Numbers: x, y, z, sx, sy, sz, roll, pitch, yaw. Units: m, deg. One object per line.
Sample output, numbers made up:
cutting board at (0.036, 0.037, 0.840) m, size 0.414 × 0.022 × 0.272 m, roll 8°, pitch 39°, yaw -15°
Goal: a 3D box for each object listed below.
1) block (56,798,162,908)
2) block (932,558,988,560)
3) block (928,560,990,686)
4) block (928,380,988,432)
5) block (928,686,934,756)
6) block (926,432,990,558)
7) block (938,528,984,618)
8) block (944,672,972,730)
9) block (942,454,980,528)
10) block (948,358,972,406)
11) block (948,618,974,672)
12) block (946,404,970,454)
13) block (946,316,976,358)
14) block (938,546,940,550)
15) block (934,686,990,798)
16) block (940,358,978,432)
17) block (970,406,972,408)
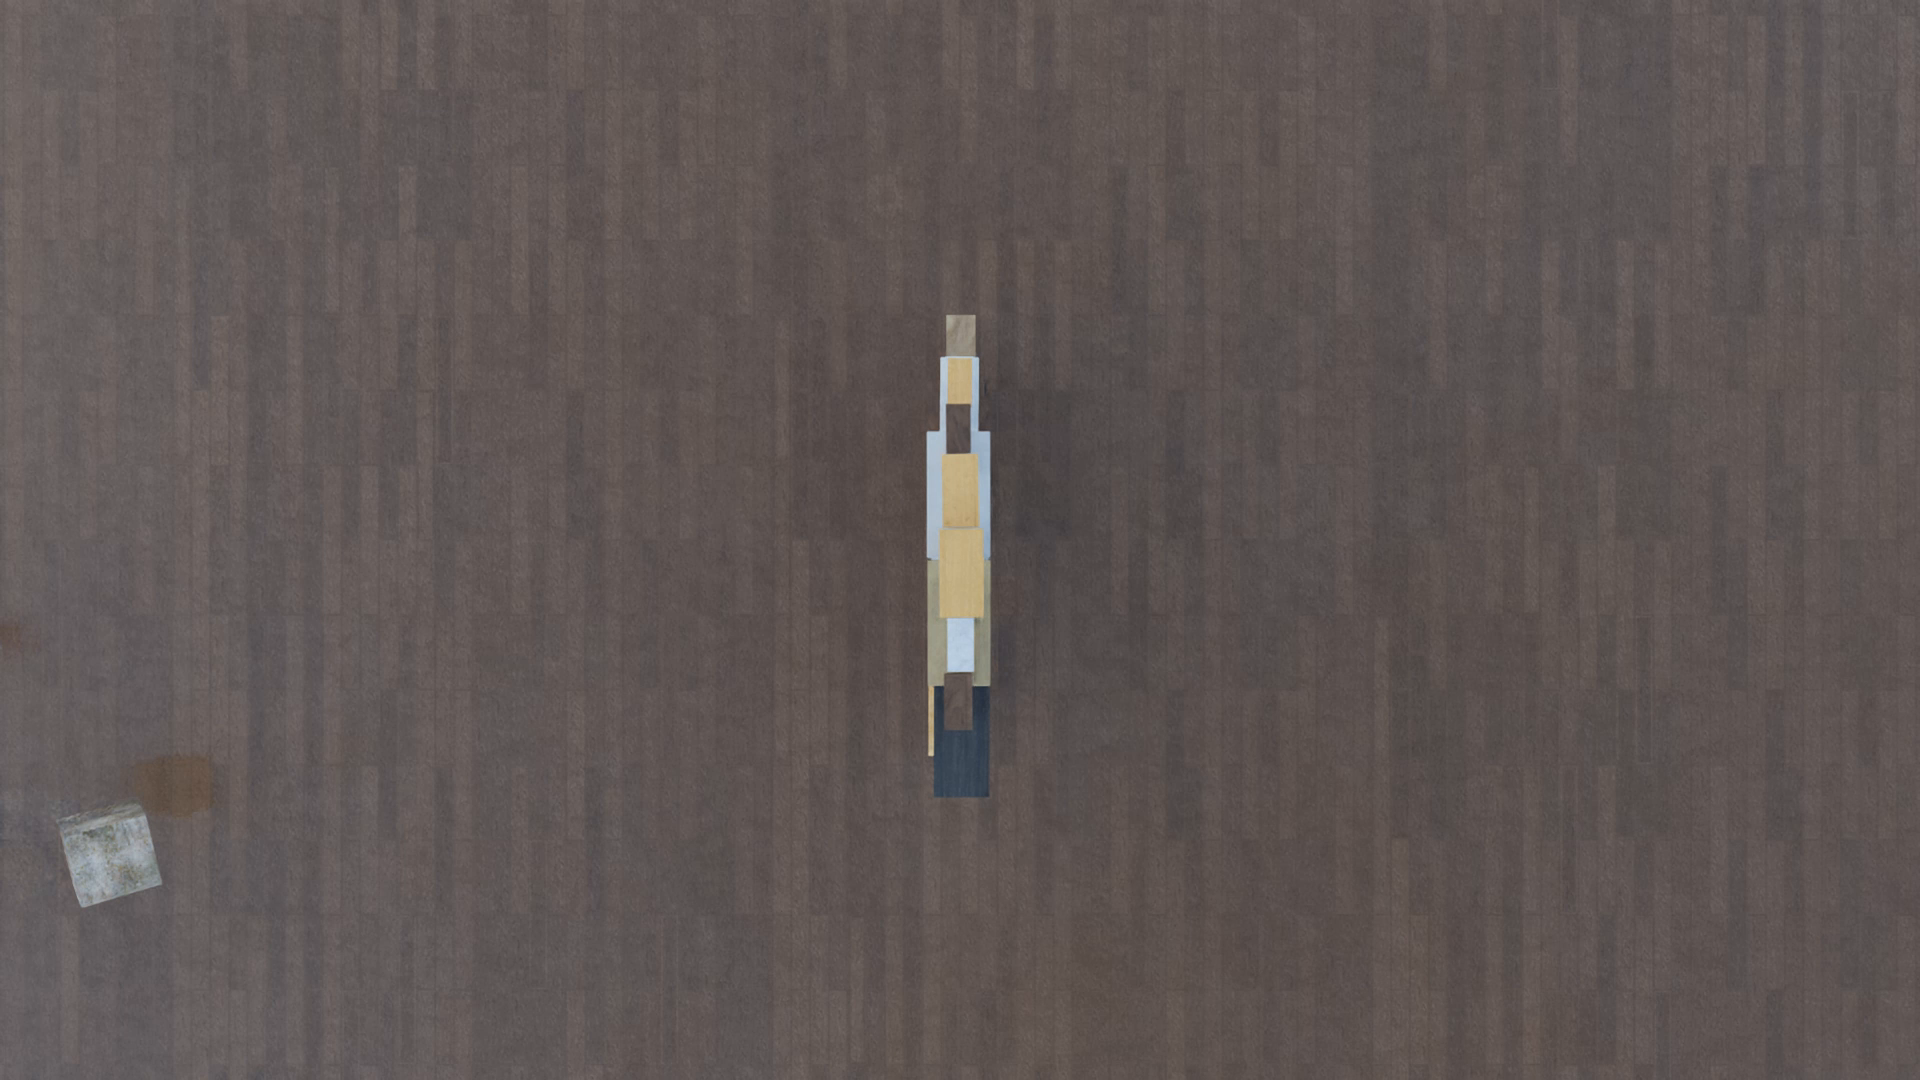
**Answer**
block at (-2.349, 0.861, 4.555) m, size 0.203 × 0.203 × 0.203 m, roll -14°, pitch 103°, yaw -31°
block at (0.000, 0.212, 5.124) m, size 0.175 × 0.050 × 0.351 m, roll 0°, pitch 90°, yaw 0°
block at (-0.002, 0.218, 4.352) m, size 0.165 × 0.047 × 0.329 m, roll 0°, pitch 90°, yaw 0°
block at (-0.004, -0.290, 4.775) m, size 0.171 × 0.049 × 0.343 m, roll 0°, pitch 90°, yaw 0°
block at (-0.003, 0.443, 4.729) m, size 0.173 × 0.049 × 0.346 m, roll 0°, pitch 90°, yaw 0°
block at (-0.004, -0.120, 4.392) m, size 0.167 × 0.047 × 0.335 m, roll 0°, pitch 90°, yaw 0°
block at (0.003, 0.082, 4.094) m, size 0.109 × 0.031 × 0.219 m, roll 0°, pitch 90°, yaw 0°
block at (-0.004, 0.409, 4.175) m, size 0.072 × 0.020 × 0.143 m, roll 0°, pitch 90°, yaw 0°
block at (0.001, -0.124, 4.170) m, size 0.093 × 0.026 × 0.185 m, roll -1°, pitch 90°, yaw 0°
block at (0.000, -0.418, 4.375) m, size 0.064 × 0.018 × 0.128 m, roll 1°, pitch 90°, yaw 0°
block at (0.002, 0.267, 4.185) m, size 0.067 × 0.019 × 0.134 m, roll 0°, pitch 90°, yaw 0°
block at (-0.004, -0.286, 4.233) m, size 0.063 × 0.018 × 0.126 m, roll 0°, pitch 90°, yaw 0°
block at (0.002, -0.594, 5.008) m, size 0.088 × 0.025 × 0.175 m, roll 0°, pitch 90°, yaw 0°
block at (0.002, 0.009, 4.238) m, size 0.109 × 0.259 × 0.031 m, roll 0°, pitch 90°, yaw 0°
block at (0.004, 0.534, 4.390) m, size 0.147 × 0.042 × 0.294 m, roll 0°, pitch 90°, yaw 0°
block at (-0.002, -0.395, 4.527) m, size 0.104 × 0.030 × 0.209 m, roll 0°, pitch 90°, yaw 0°
block at (0.000, -0.374, 4.448) m, size 0.064 × 0.128 × 0.018 m, roll 1°, pitch 89°, yaw 0°
